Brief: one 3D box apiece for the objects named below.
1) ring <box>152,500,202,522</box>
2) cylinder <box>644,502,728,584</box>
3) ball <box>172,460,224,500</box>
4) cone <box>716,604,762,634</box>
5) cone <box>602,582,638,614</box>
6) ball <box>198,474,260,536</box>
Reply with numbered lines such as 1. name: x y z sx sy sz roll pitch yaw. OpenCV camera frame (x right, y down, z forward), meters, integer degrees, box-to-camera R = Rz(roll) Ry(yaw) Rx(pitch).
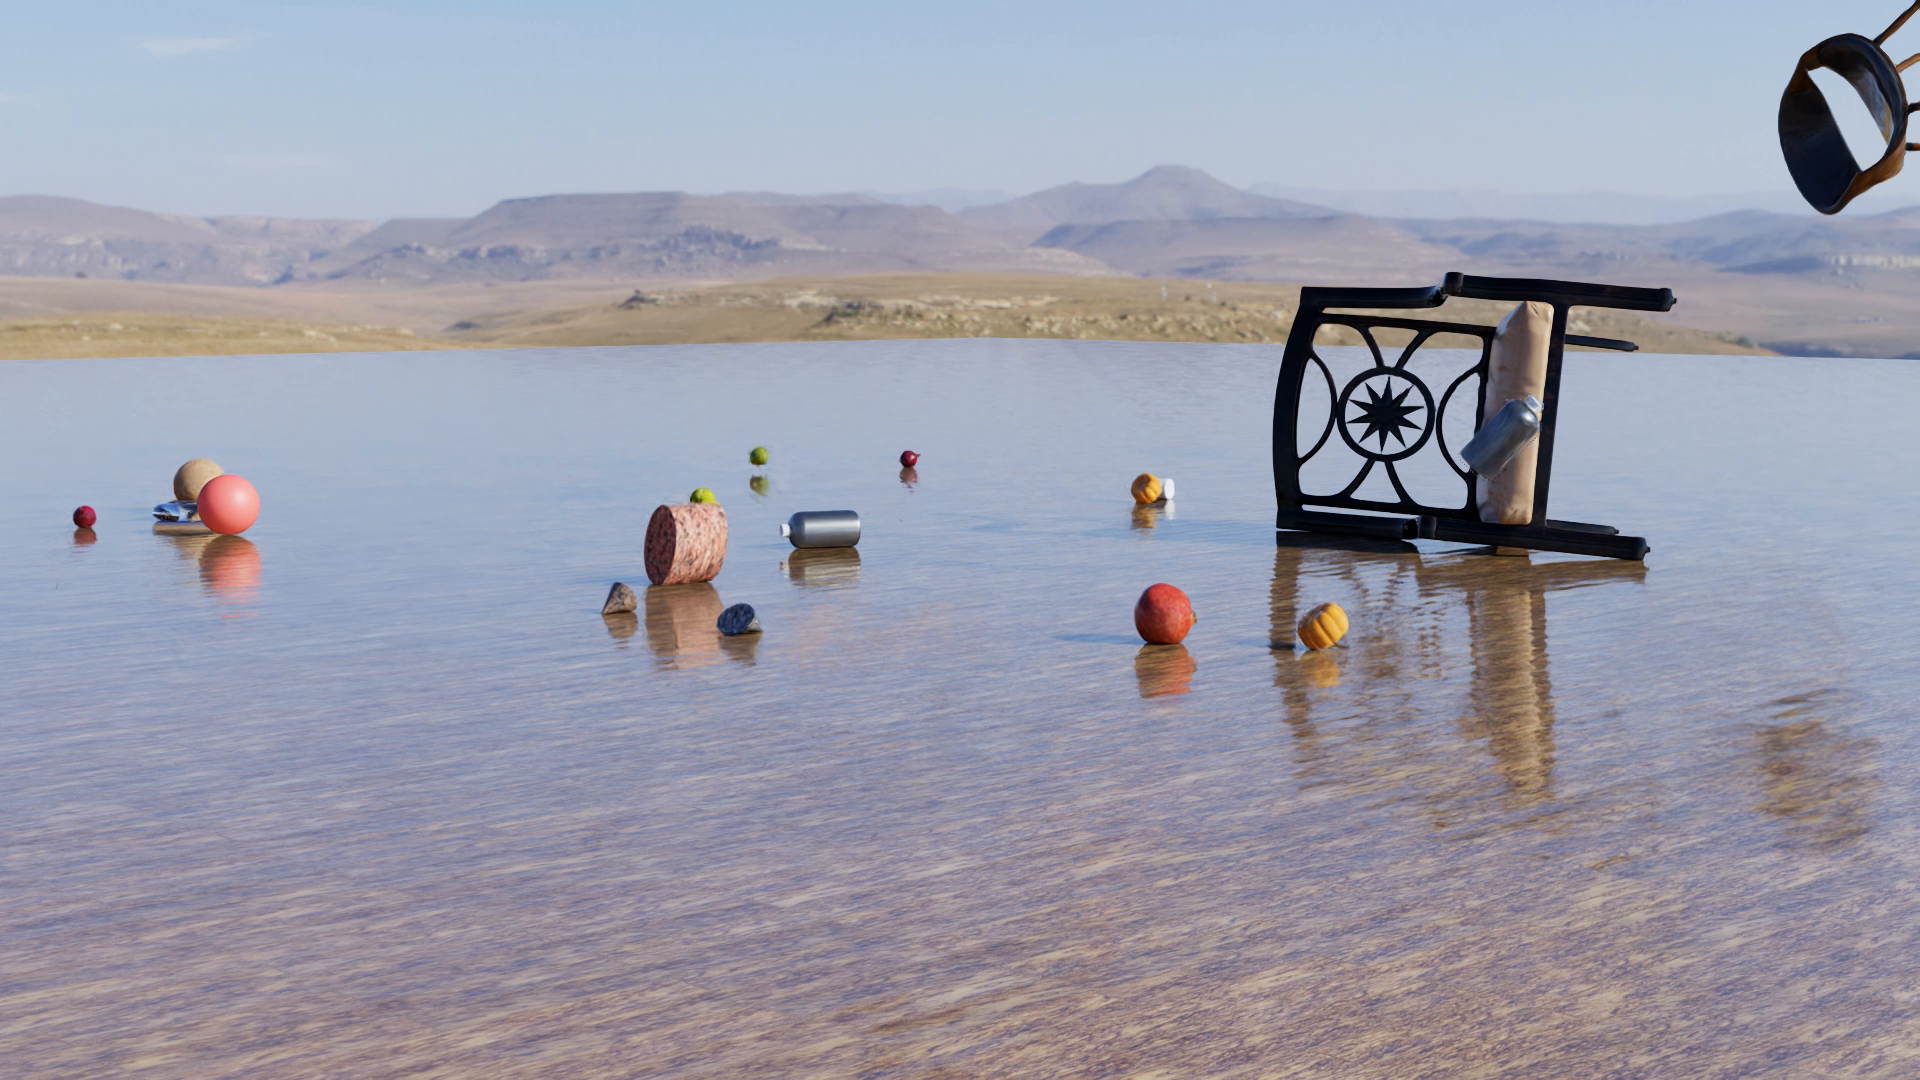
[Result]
1. ring: -2.080 -0.080 6.952 0.207 0.049 0.213 3 6 29
2. cylinder: -0.587 0.007 5.491 0.122 0.191 0.137 -4 41 -33
3. ball: -2.130 -0.153 7.189 0.146 0.146 0.146 0 6 0
4. cone: -0.389 0.158 4.742 0.108 0.059 0.069 -12 -30 43
5. cone: -0.680 0.128 5.020 0.076 0.066 0.065 -14 21 50
6. ball: -1.859 -0.089 6.523 0.155 0.155 0.155 0 6 0
